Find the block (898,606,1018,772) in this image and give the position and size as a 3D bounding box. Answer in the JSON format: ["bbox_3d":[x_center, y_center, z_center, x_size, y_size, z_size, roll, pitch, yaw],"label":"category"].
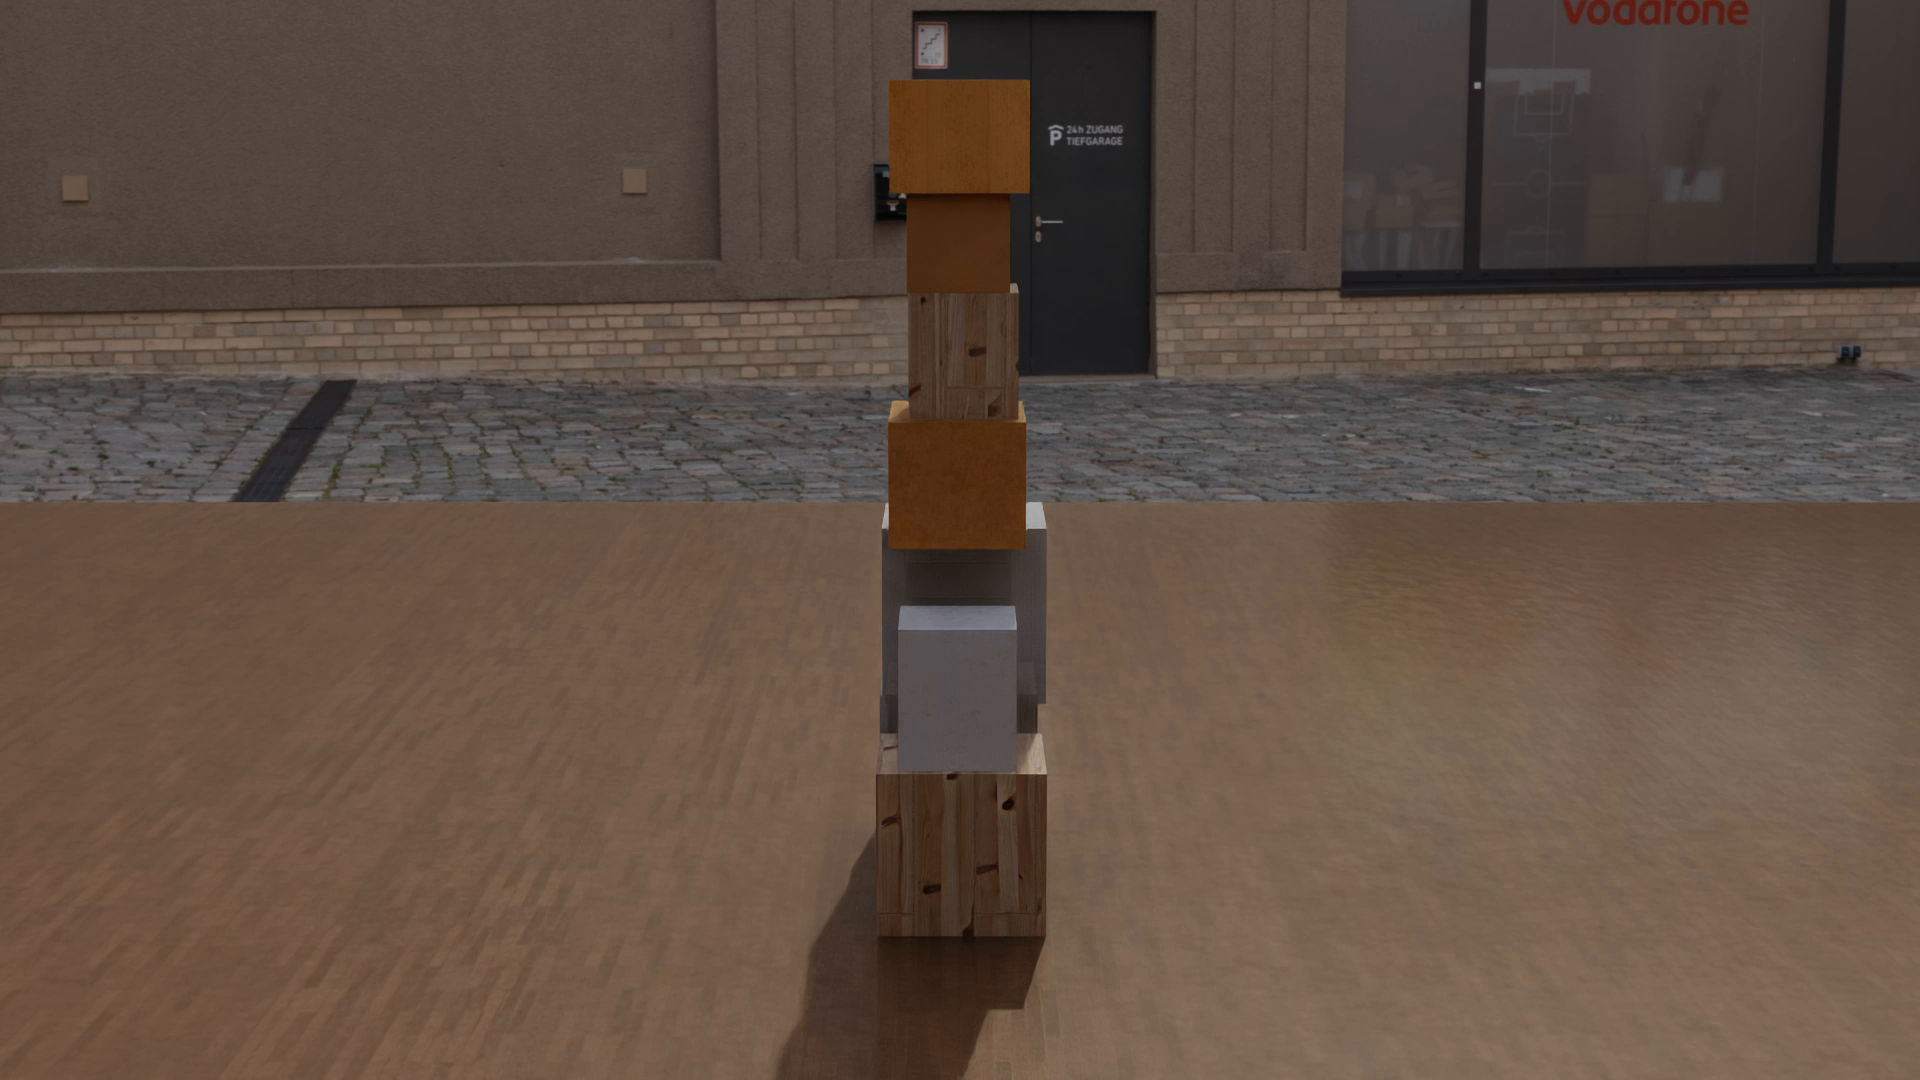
[{"bbox_3d":[-0.010,0.613,10.685,0.484,0.592,0.476,0,10,0],"label":"block"}]

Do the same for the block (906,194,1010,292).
[{"bbox_3d":[-0.007,-1.282,10.934,0.433,0.416,0.414,0,11,0],"label":"block"}]

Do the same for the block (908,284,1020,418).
[{"bbox_3d":[0.015,-0.817,11.024,0.465,0.531,0.478,0,11,0],"label":"block"}]

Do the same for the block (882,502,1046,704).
[{"bbox_3d":[0.018,0.278,11.721,0.728,0.794,0.706,0,10,0],"label":"block"}]

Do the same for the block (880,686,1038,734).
[{"bbox_3d":[-0.006,1.011,11.957,0.714,0.733,0.599,0,10,0],"label":"block"}]

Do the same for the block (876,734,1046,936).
[{"bbox_3d":[0.006,1.236,10.842,0.697,0.690,0.657,0,10,0],"label":"block"}]

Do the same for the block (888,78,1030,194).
[{"bbox_3d":[-0.002,-1.713,10.851,0.581,0.463,0.525,0,11,0],"label":"block"}]

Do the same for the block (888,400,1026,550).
[{"bbox_3d":[-0.011,-0.291,11.125,0.579,0.540,0.681,0,11,0],"label":"block"}]
